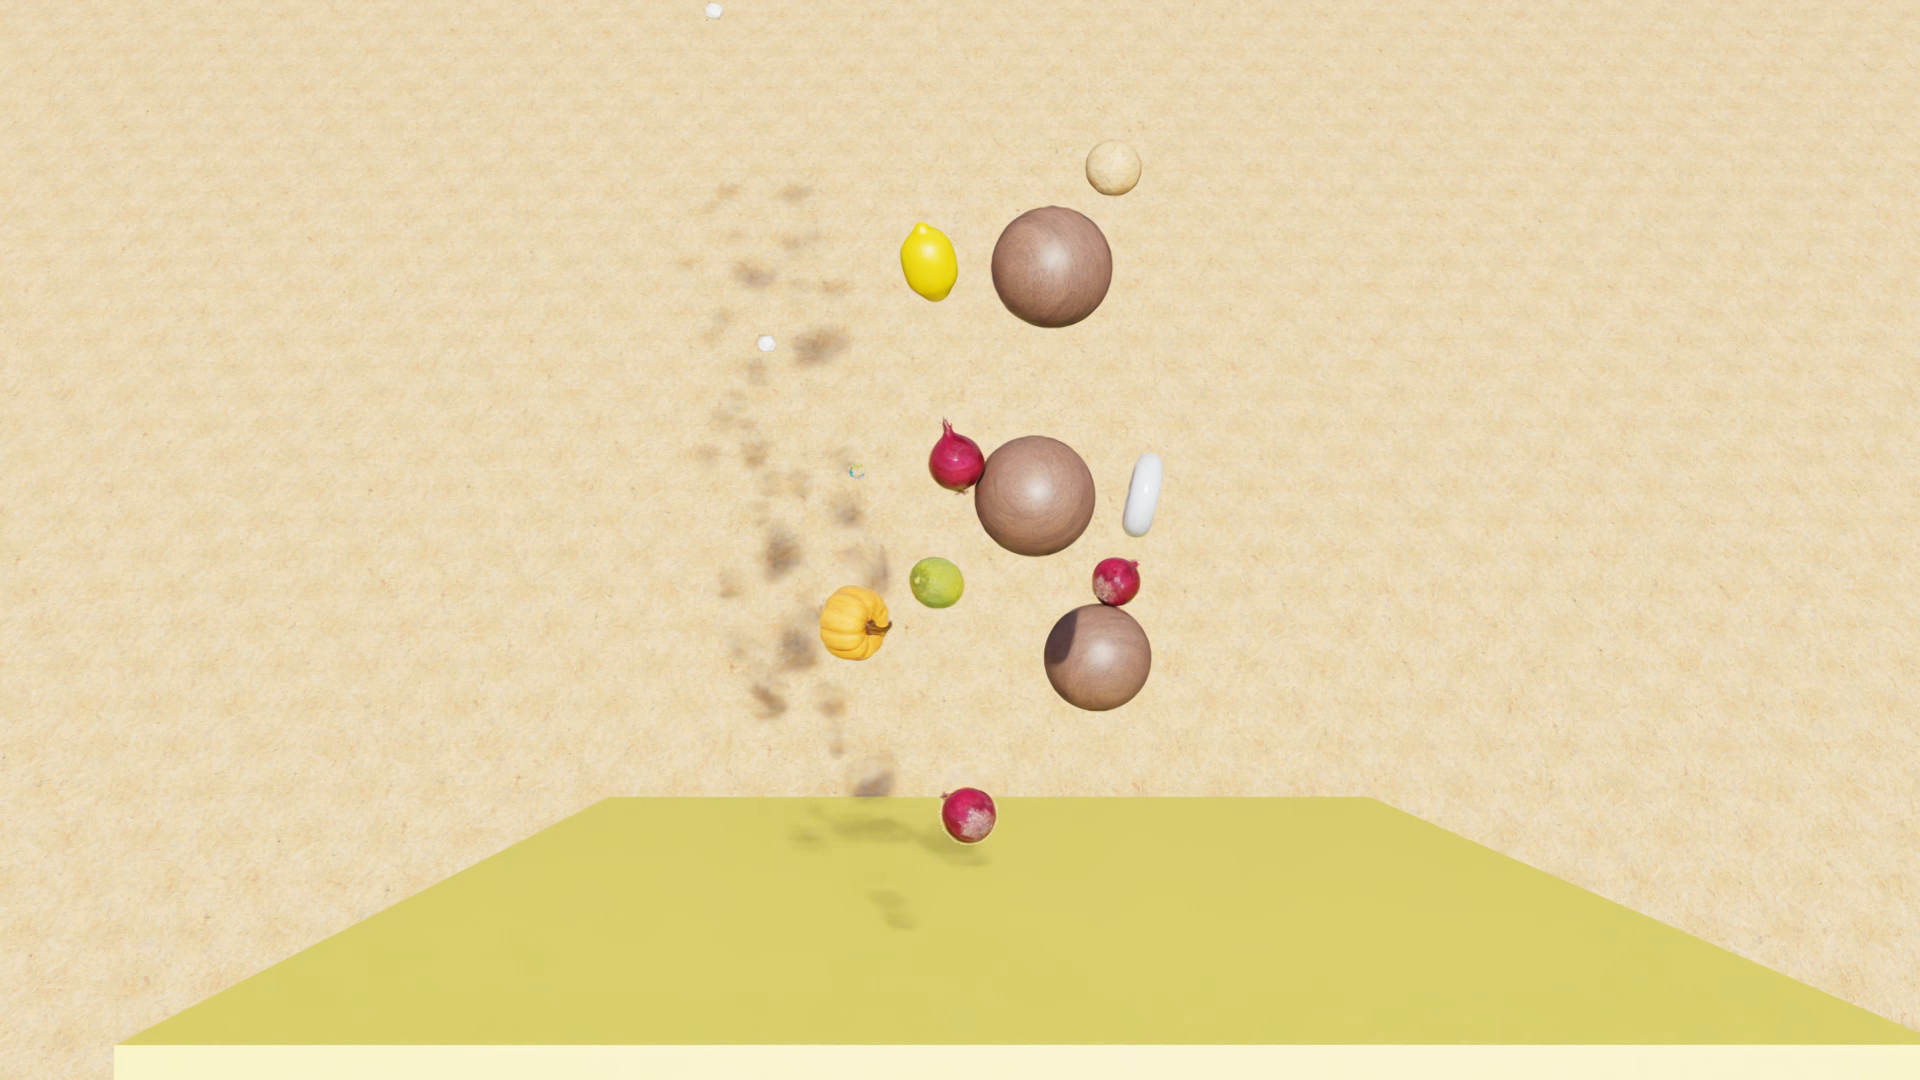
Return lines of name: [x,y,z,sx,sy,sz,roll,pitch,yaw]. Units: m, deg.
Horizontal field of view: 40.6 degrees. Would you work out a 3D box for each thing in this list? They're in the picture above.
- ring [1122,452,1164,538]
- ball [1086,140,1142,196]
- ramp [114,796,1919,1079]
ring: [0.171,-0.042,2.423,0.027,0.081,0.081,13,36,1]
ball: [0.157,-0.380,2.650,0.058,0.058,0.058,0,35,0]
ramp: [0.077,0.663,4.831,2.000,0.100,4.000,0,-2,0]
